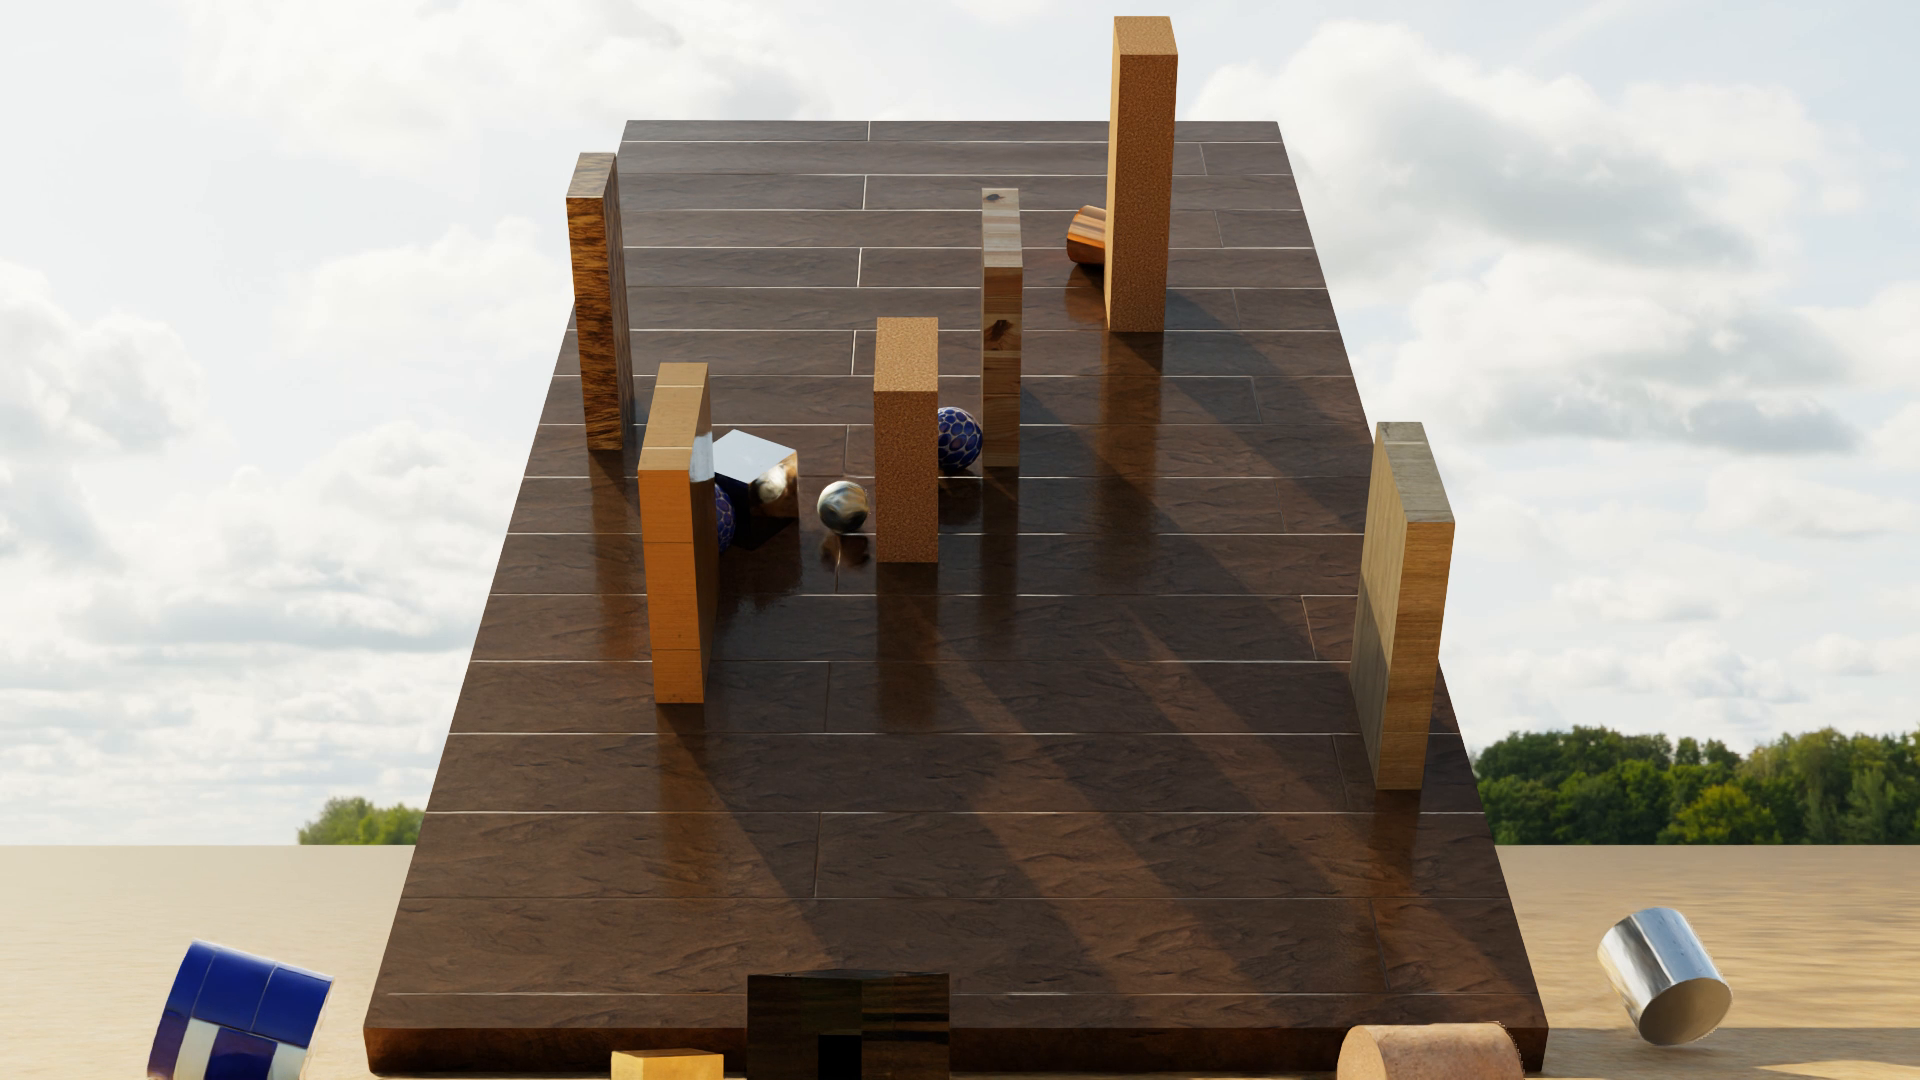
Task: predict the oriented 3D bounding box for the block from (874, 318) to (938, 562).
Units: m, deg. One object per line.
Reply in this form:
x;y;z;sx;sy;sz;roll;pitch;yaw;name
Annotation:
-0.116;-0.223;5.394;0.134;0.426;0.344;0;32;0;block

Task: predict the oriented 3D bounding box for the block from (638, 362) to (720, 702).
-0.564;-0.018;4.952;0.097;0.541;0.435;0;32;0;block

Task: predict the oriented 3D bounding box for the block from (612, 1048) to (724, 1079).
-0.388;0.735;3.228;0.113;0.113;0.113;4;-8;-28;block

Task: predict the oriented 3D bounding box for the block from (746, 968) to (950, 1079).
-0.157;0.717;3.455;0.204;0.204;0.204;-5;-9;35;block

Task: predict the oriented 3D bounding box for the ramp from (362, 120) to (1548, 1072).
-0.015;-0.192;5.843;2.000;0.100;4.000;0;32;0;ramp

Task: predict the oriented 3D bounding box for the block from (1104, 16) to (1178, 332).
0.456;-0.928;6.226;0.141;0.749;0.271;0;32;0;block

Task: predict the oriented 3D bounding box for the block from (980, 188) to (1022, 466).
0.095;-0.505;5.767;0.085;0.514;0.435;0;32;0;block

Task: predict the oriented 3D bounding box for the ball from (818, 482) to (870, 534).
-0.259;-0.073;5.445;0.117;0.117;0.117;0;-7;0;ball

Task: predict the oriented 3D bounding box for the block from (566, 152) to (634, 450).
-0.839;-0.556;5.718;0.082;0.646;0.260;0;32;0;block

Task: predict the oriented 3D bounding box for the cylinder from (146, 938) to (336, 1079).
-1.030;0.699;3.509;0.204;0.204;0.204;18;-10;-8;cylinder

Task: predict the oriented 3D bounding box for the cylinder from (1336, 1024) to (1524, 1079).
0.565;0.670;2.940;0.171;0.171;0.171;1;-7;-12;cylinder

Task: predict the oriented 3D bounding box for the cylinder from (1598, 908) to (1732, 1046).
1.351;0.839;4.694;0.186;0.186;0.186;2;35;-16;cylinder

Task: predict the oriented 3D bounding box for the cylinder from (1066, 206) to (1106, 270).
0.397;-0.806;6.590;0.158;0.158;0.158;20;3;29;cylinder

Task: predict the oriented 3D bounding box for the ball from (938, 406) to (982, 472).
-0.022;-0.234;5.673;0.151;0.151;0.151;0;-7;0;ball

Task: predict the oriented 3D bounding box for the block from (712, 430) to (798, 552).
-0.484;-0.112;5.453;0.174;0.174;0.174;19;37;28;block

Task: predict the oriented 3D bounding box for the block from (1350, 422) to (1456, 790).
0.840;0.125;4.677;0.086;0.599;0.370;0;32;0;block

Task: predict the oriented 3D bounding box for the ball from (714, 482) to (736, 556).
-0.588;-0.042;5.312;0.202;0.202;0.202;0;-7;0;ball
